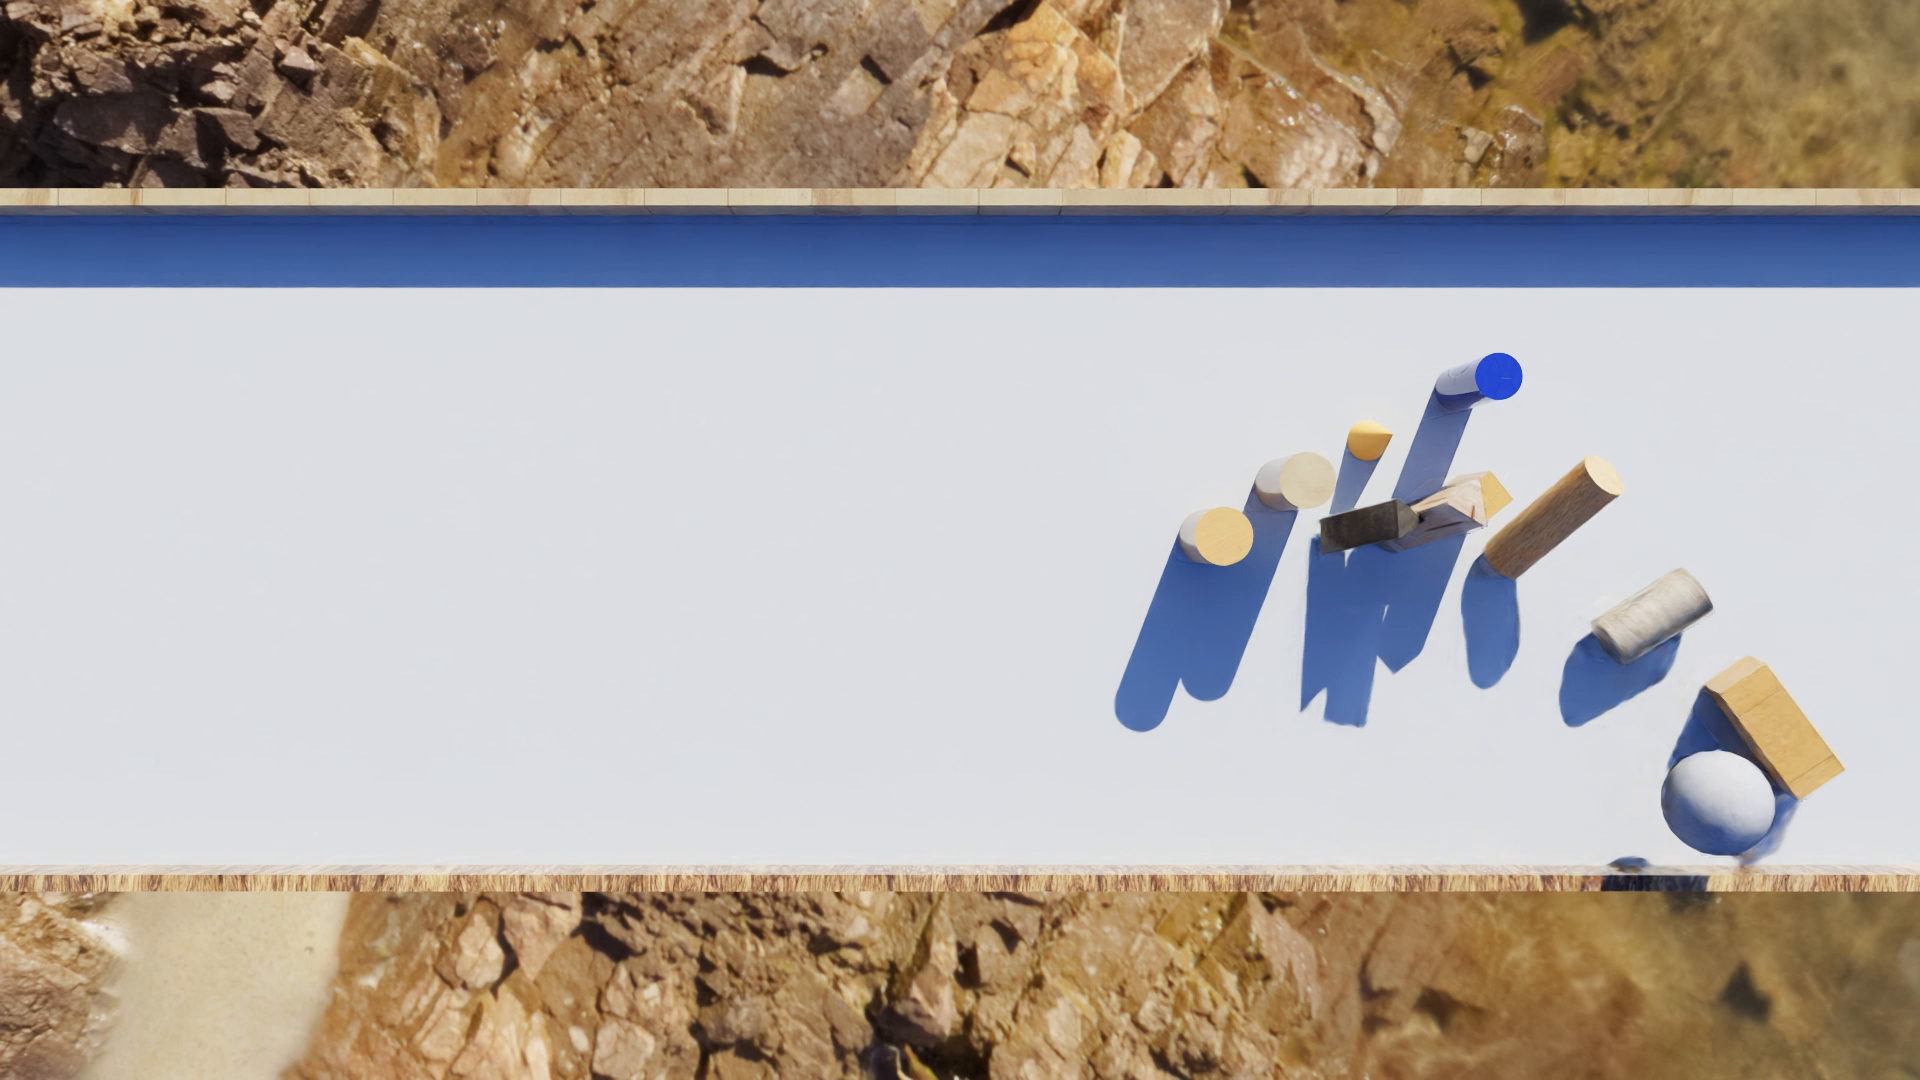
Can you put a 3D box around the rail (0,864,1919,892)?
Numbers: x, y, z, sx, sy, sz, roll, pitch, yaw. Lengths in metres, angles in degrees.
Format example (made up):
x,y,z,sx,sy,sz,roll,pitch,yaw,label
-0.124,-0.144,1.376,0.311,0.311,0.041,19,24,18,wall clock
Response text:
x,y,z,sx,sy,sz,roll,pitch,yaw,label
-2.247,1.025,5.001,12.000,0.150,0.050,0,90,0,rail

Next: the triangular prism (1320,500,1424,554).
x,y,z,sx,sy,sz,roll,pitch,yaw,label
1.201,-0.049,4.893,0.110,0.348,0.095,-31,95,-27,triangular prism

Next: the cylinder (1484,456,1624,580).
x,y,z,sx,sy,sz,roll,pitch,yaw,label
1.750,-0.063,4.877,0.142,0.142,0.433,38,133,0,cylinder

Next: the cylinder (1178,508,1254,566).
x,y,z,sx,sy,sz,roll,pitch,yaw,label
0.757,-0.011,4.903,0.168,0.346,0.168,0,90,0,cylinder

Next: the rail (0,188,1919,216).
x,y,z,sx,sy,sz,roll,pitch,yaw,label
-2.247,-1.025,5.002,12.000,0.150,0.050,0,90,0,rail

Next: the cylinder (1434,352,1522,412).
x,y,z,sx,sy,sz,roll,pitch,yaw,label
1.529,-0.464,4.877,0.136,0.399,0.136,0,90,0,cylinder

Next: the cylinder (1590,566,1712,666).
x,y,z,sx,sy,sz,roll,pitch,yaw,label
2.088,0.231,4.984,0.304,0.165,0.165,-33,90,4,cylinder

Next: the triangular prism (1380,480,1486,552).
x,y,z,sx,sy,sz,roll,pitch,yaw,label
1.377,-0.083,4.864,0.135,0.421,0.117,28,70,-13,triangular prism

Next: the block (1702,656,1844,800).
x,y,z,sx,sy,sz,roll,pitch,yaw,label
2.456,0.564,4.982,0.158,0.158,0.395,-37,90,9,block

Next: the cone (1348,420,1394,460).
x,y,z,sx,sy,sz,roll,pitch,yaw,label
1.255,-0.306,4.925,0.125,0.302,0.125,0,90,0,cone

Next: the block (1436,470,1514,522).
x,y,z,sx,sy,sz,roll,pitch,yaw,label
1.524,-0.125,4.921,0.107,0.311,0.107,-39,90,-1,block

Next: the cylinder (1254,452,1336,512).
x,y,z,sx,sy,sz,roll,pitch,yaw,label
0.988,-0.170,4.881,0.162,0.391,0.162,0,90,0,cylinder

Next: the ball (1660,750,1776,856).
x,y,z,sx,sy,sz,roll,pitch,yaw,label
2.182,0.757,4.753,0.301,0.301,0.301,0,90,0,ball
